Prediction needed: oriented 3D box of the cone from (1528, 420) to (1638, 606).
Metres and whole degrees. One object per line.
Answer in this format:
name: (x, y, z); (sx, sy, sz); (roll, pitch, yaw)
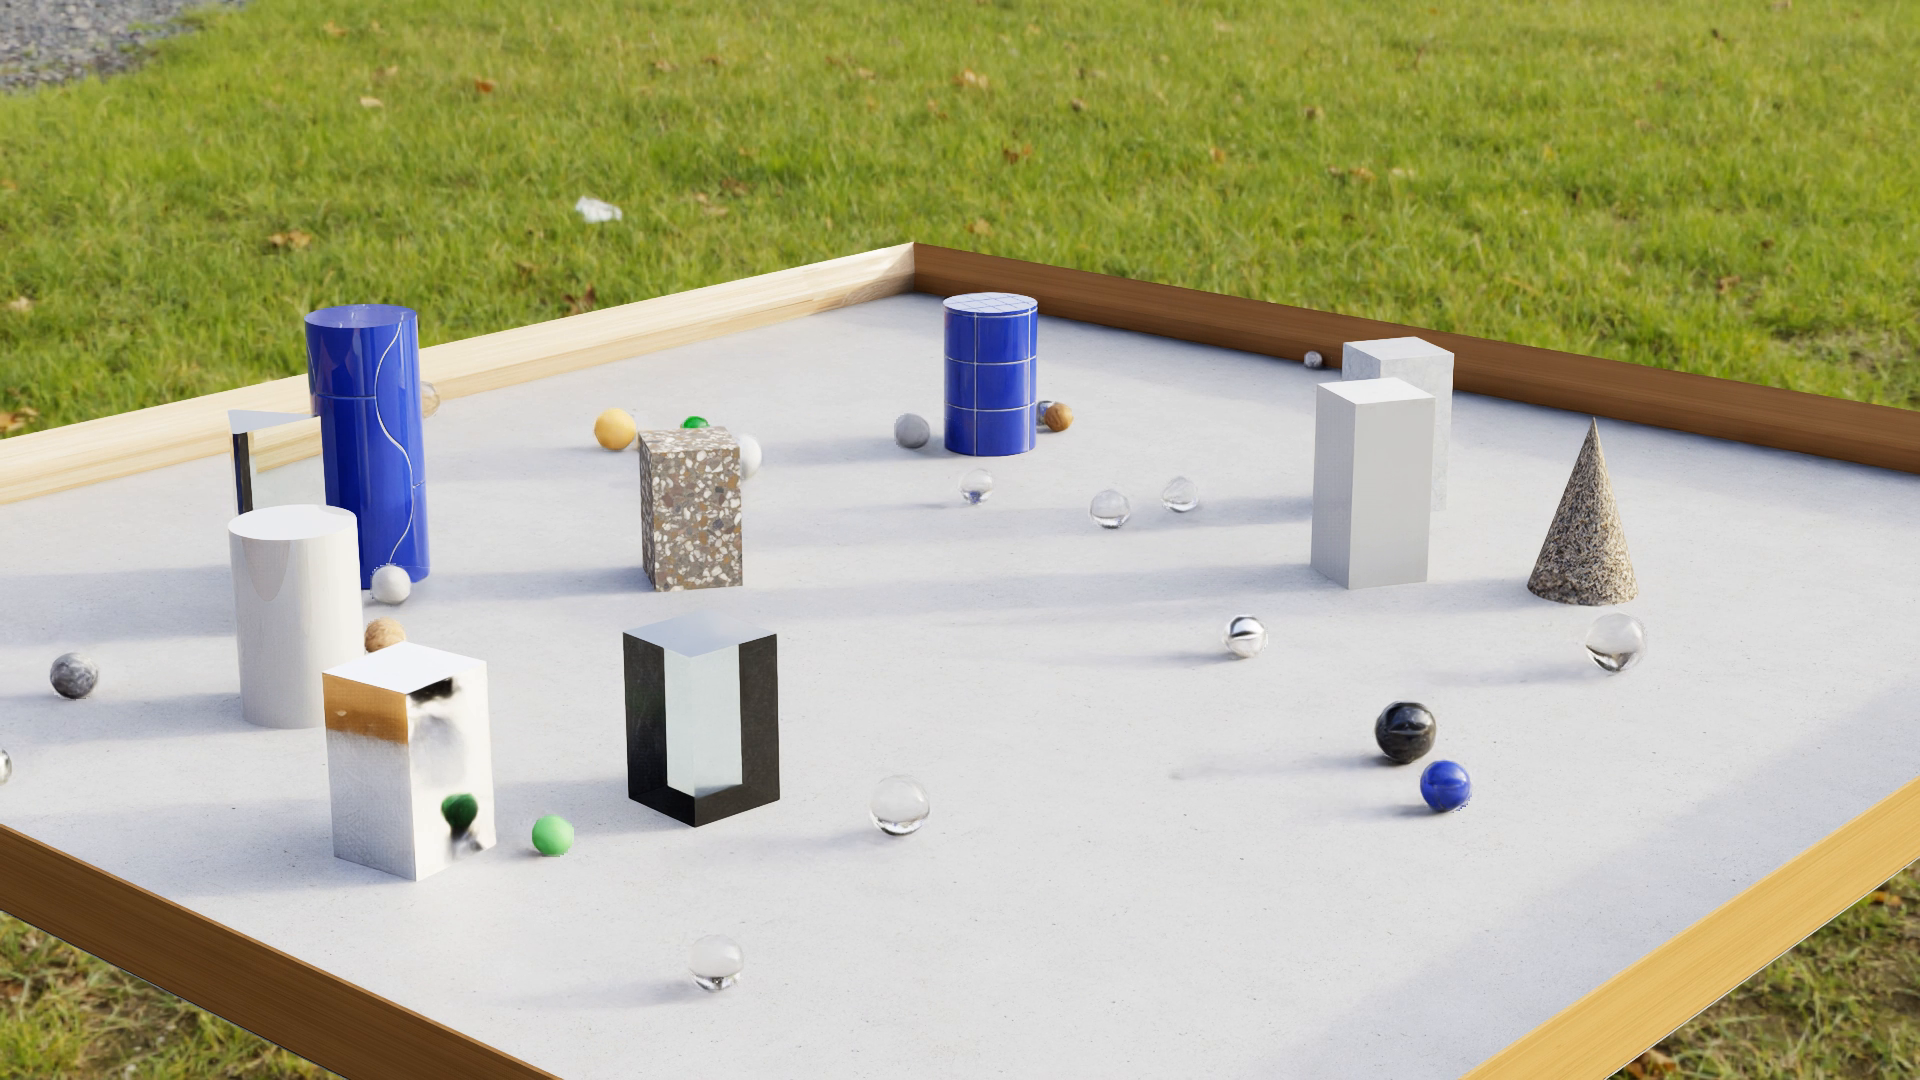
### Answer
cone: (1.096, -0.064, 5.116); (0.193, 0.313, 0.193); (0, 17, 0)

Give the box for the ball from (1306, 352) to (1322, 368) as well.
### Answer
ball: (0.815, -0.414, 6.748); (0.040, 0.040, 0.040); (0, 17, 0)

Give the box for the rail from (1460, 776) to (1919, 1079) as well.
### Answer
rail: (1.315, 0.361, 4.027); (0.045, 0.126, 3.700); (14, 22, 39)

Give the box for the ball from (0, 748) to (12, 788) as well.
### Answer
ball: (-1.406, 0.329, 4.235); (0.069, 0.069, 0.069); (0, 17, 0)

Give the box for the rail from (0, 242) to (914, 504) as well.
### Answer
rail: (-1.315, -0.298, 6.214); (0.045, 0.126, 3.700); (14, 22, 39)

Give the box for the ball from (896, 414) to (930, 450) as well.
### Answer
ball: (-0.098, -0.224, 6.061); (0.073, 0.073, 0.073); (0, 17, 0)

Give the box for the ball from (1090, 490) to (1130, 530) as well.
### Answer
ball: (0.281, -0.057, 5.504); (0.075, 0.075, 0.075); (0, 17, 0)

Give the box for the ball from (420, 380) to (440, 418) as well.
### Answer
ball: (-1.160, -0.302, 6.300); (0.084, 0.084, 0.084); (0, 17, 0)

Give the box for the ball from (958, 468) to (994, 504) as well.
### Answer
ball: (0.032, -0.105, 5.669); (0.071, 0.071, 0.071); (0, 17, 0)

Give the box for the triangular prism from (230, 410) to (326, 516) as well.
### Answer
triangular prism: (-1.186, -0.039, 4.973); (0.145, 0.349, 0.167); (16, 23, 42)

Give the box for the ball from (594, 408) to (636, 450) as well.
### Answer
ball: (-0.712, -0.229, 6.054); (0.086, 0.086, 0.086); (0, 17, 0)

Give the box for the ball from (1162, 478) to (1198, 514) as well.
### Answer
ball: (0.422, -0.085, 5.608); (0.069, 0.069, 0.069); (0, 17, 0)

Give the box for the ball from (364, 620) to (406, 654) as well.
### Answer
ball: (-0.939, 0.163, 4.789); (0.068, 0.068, 0.068); (0, 17, 0)

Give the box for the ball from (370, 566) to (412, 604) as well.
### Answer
ball: (-0.984, 0.078, 5.070); (0.068, 0.068, 0.068); (0, 17, 0)

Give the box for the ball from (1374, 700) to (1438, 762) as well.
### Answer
ball: (0.661, 0.283, 4.349); (0.093, 0.093, 0.093); (0, 17, 0)

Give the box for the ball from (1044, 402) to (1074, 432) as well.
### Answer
ball: (0.209, -0.260, 6.203); (0.060, 0.060, 0.060); (0, 17, 0)

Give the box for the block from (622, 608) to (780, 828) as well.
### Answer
block: (-0.368, 0.251, 4.176); (0.155, 0.252, 0.155); (-15, 22, -41)

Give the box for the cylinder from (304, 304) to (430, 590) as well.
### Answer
cylinder: (-1.045, -0.166, 5.180); (0.193, 0.471, 0.193); (0, 17, 0)

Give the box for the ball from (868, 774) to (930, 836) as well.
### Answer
ball: (-0.084, 0.369, 4.075); (0.086, 0.086, 0.086); (0, 17, 0)

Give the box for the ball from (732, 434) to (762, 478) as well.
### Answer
ball: (-0.440, -0.166, 5.843); (0.089, 0.089, 0.089); (0, 17, 0)

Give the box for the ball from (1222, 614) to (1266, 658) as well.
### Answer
ball: (0.465, 0.157, 4.800); (0.072, 0.072, 0.072); (0, 17, 0)

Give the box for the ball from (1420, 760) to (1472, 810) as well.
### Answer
ball: (0.689, 0.348, 4.166); (0.073, 0.073, 0.073); (0, 17, 0)

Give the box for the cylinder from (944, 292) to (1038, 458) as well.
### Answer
cylinder: (0.062, -0.343, 6.058); (0.193, 0.302, 0.193); (0, 17, 0)

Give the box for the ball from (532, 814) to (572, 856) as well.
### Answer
ball: (-0.559, 0.404, 4.013); (0.055, 0.055, 0.055); (0, 17, 0)

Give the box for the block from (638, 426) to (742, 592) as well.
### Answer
block: (-0.478, -0.056, 5.194); (0.155, 0.253, 0.155); (-4, 17, -14)

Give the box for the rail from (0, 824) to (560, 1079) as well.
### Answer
rail: (-1.197, 0.430, 3.800); (3.531, 0.126, 0.045); (14, 22, 39)

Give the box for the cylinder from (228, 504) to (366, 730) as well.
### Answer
cylinder: (-1.023, 0.117, 4.535); (0.193, 0.302, 0.193); (0, 17, 0)

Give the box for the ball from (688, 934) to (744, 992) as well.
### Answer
ball: (-0.300, 0.519, 3.603); (0.071, 0.071, 0.071); (0, 17, 0)

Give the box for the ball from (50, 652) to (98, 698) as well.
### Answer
ball: (-1.394, 0.212, 4.614); (0.074, 0.074, 0.074); (0, 17, 0)

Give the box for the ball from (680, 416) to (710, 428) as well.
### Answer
ball: (-0.549, -0.225, 6.079); (0.065, 0.065, 0.065); (0, 17, 0)

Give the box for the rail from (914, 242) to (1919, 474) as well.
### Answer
rail: (1.197, -0.367, 6.441); (3.531, 0.126, 0.045); (14, 22, 39)

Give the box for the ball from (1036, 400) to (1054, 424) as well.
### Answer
ball: (0.183, -0.274, 6.259); (0.054, 0.054, 0.054); (0, 17, 0)

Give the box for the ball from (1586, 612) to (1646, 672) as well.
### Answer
ball: (1.058, 0.166, 4.730); (0.096, 0.096, 0.096); (0, 17, 0)

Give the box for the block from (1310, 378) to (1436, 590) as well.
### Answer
block: (0.731, -0.102, 5.199); (0.155, 0.337, 0.155); (-6, 18, -18)

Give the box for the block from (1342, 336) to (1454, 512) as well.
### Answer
block: (0.835, -0.218, 5.632); (0.155, 0.309, 0.155); (-6, 18, -19)

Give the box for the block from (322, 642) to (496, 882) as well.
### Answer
block: (-0.749, 0.299, 3.991); (0.155, 0.268, 0.155); (11, 20, 32)
